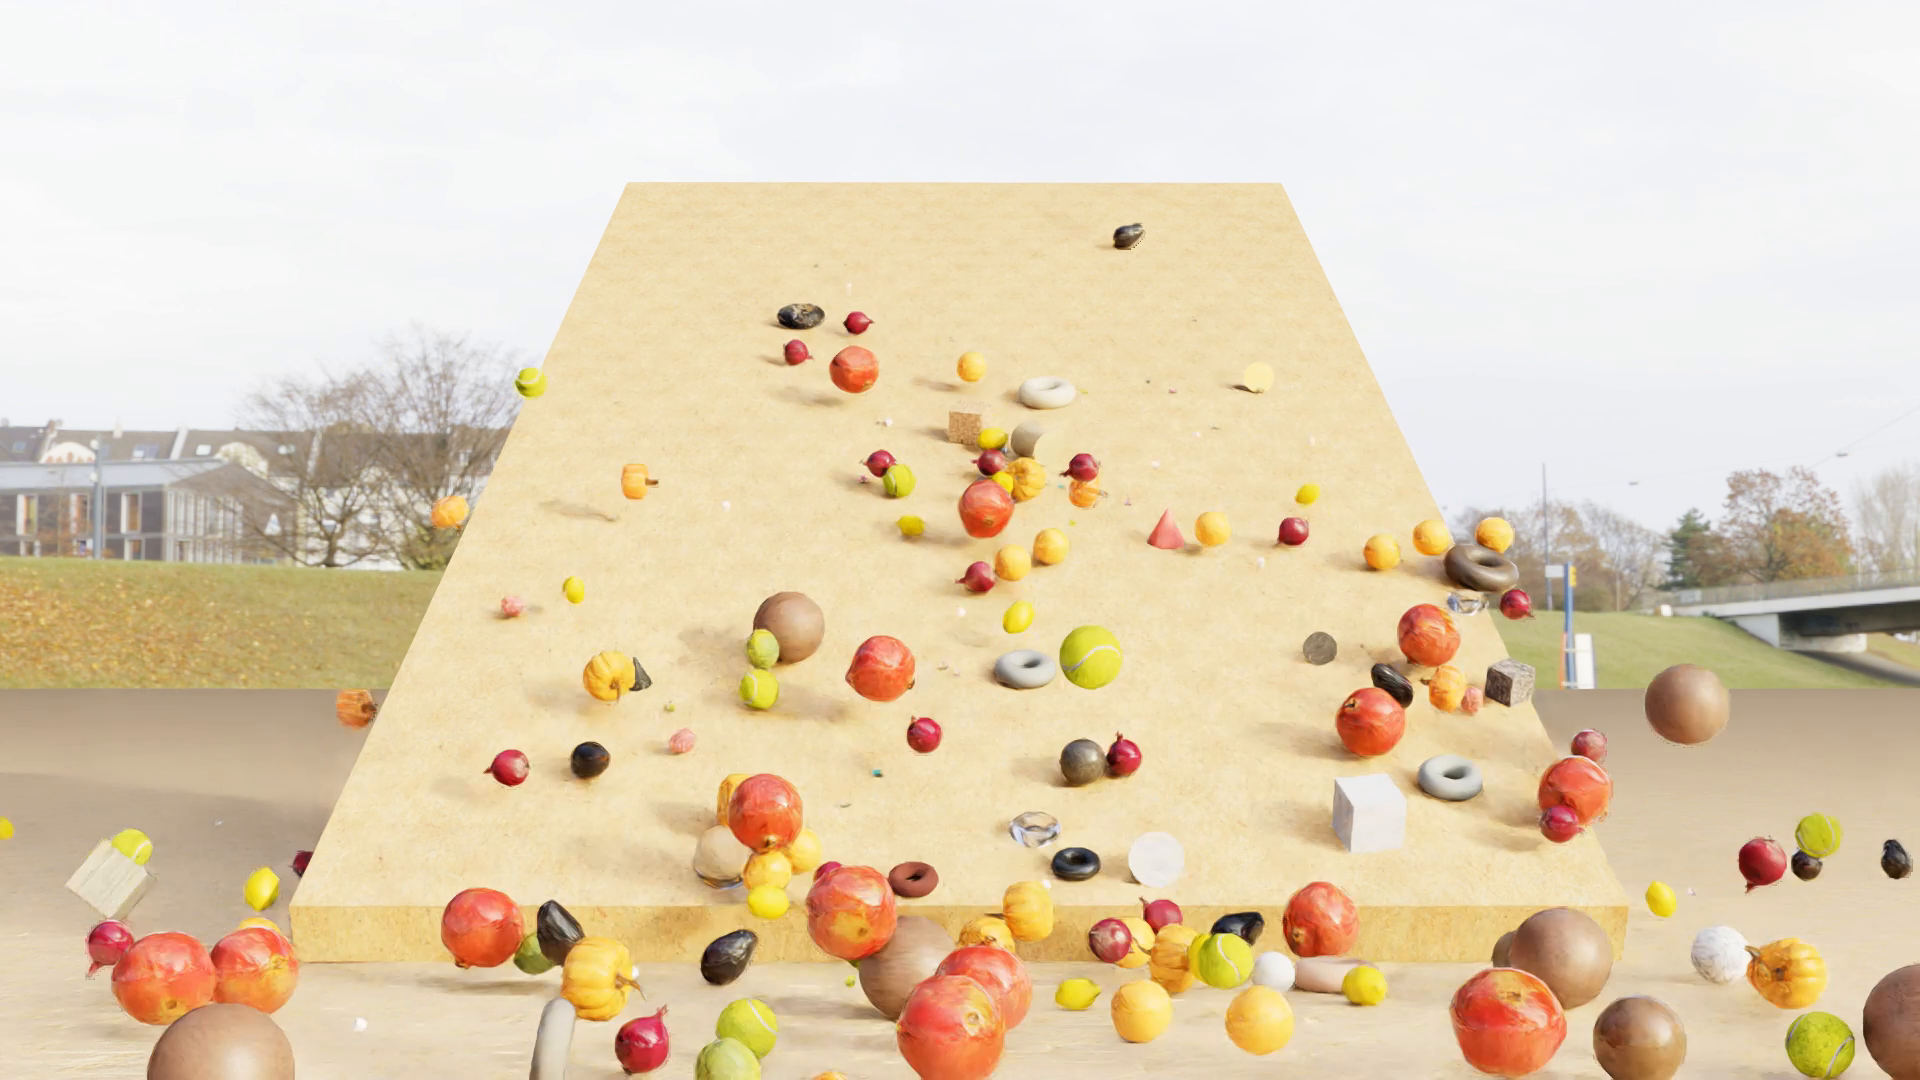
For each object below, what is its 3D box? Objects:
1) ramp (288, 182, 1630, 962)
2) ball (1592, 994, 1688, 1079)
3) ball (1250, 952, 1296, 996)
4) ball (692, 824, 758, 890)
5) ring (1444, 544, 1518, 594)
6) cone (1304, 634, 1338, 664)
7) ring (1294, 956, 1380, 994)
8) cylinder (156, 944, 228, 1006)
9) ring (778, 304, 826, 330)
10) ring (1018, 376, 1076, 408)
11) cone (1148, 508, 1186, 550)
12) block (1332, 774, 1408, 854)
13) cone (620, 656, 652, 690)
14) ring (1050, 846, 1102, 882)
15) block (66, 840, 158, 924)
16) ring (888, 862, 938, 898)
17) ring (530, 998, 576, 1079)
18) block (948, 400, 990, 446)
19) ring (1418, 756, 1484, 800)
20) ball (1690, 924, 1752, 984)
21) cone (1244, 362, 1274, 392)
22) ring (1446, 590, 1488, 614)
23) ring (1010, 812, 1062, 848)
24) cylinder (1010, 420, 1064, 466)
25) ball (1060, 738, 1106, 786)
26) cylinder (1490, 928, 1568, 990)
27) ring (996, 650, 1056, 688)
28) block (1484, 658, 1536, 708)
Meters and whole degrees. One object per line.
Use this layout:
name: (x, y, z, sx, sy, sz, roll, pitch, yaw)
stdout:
ramp: (-0.008, -0.228, 5.319, 2.000, 0.100, 4.000, 0, 24, 0)
ball: (0.709, 0.523, 2.432, 0.096, 0.096, 0.096, 0, -3, 0)
ball: (0.422, 0.584, 3.140, 0.059, 0.059, 0.059, 0, -3, 0)
ball: (-0.353, 0.478, 3.506, 0.097, 0.097, 0.097, 0, -3, 0)
ring: (1.011, 0.056, 4.519, 0.148, 0.049, 0.148, 11, 25, -5)
cone: (0.649, 0.197, 4.222, 0.061, 0.061, 0.061, 0, 6, -3)
ring: (0.516, 0.598, 3.201, 0.122, 0.041, 0.122, 1, -3, 0)
cylinder: (-0.998, 0.565, 3.024, 0.070, 0.070, 0.070, -9, -3, -1)
ring: (-0.402, -0.566, 5.898, 0.122, 0.041, 0.122, 1, 24, -1)
ring: (0.201, -0.341, 5.395, 0.136, 0.045, 0.136, -1, 24, 0)
cone: (0.415, -0.032, 4.668, 0.077, 0.077, 0.077, 0, 24, 0)
block: (0.638, 0.427, 3.637, 0.086, 0.086, 0.086, -5, 25, -10)
cone: (-0.573, 0.229, 4.109, 0.056, 0.056, 0.056, 0, 24, 0)
ring: (0.177, 0.495, 3.557, 0.077, 0.026, 0.077, -1, 25, 1)
block: (-1.413, 0.570, 3.884, 0.092, 0.092, 0.092, 37, -17, 2)
ring: (-0.071, 0.513, 3.516, 0.077, 0.026, 0.077, -2, 27, 1)
ring: (-0.414, 0.516, 2.366, 0.034, 0.101, 0.101, 11, -5, -5)
block: (0.020, -0.260, 5.176, 0.076, 0.076, 0.076, 7, 25, 14)
ring: (0.798, 0.387, 3.789, 0.106, 0.035, 0.106, 1, 28, -1)
ball: (1.065, 0.581, 3.263, 0.082, 0.082, 0.082, 0, -3, 0)
cone: (0.698, -0.379, 5.497, 0.072, 0.072, 0.072, 0, -2, -4)
ring: (0.958, 0.117, 4.402, 0.078, 0.026, 0.078, 1, 24, -1)
ring: (0.118, 0.453, 3.648, 0.082, 0.027, 0.082, 0, 26, 0)
cylinder: (0.167, -0.211, 5.060, 0.082, 0.082, 0.082, 3, 18, -39)
ball: (0.201, 0.361, 3.793, 0.076, 0.076, 0.076, 0, -3, 0)
cylinder: (0.782, 0.579, 3.203, 0.077, 0.077, 0.077, 1, -20, -17)
ring: (0.117, 0.229, 4.138, 0.109, 0.036, 0.109, 1, 24, -1)
block: (0.961, 0.249, 4.070, 0.058, 0.058, 0.058, -17, 29, -33)
